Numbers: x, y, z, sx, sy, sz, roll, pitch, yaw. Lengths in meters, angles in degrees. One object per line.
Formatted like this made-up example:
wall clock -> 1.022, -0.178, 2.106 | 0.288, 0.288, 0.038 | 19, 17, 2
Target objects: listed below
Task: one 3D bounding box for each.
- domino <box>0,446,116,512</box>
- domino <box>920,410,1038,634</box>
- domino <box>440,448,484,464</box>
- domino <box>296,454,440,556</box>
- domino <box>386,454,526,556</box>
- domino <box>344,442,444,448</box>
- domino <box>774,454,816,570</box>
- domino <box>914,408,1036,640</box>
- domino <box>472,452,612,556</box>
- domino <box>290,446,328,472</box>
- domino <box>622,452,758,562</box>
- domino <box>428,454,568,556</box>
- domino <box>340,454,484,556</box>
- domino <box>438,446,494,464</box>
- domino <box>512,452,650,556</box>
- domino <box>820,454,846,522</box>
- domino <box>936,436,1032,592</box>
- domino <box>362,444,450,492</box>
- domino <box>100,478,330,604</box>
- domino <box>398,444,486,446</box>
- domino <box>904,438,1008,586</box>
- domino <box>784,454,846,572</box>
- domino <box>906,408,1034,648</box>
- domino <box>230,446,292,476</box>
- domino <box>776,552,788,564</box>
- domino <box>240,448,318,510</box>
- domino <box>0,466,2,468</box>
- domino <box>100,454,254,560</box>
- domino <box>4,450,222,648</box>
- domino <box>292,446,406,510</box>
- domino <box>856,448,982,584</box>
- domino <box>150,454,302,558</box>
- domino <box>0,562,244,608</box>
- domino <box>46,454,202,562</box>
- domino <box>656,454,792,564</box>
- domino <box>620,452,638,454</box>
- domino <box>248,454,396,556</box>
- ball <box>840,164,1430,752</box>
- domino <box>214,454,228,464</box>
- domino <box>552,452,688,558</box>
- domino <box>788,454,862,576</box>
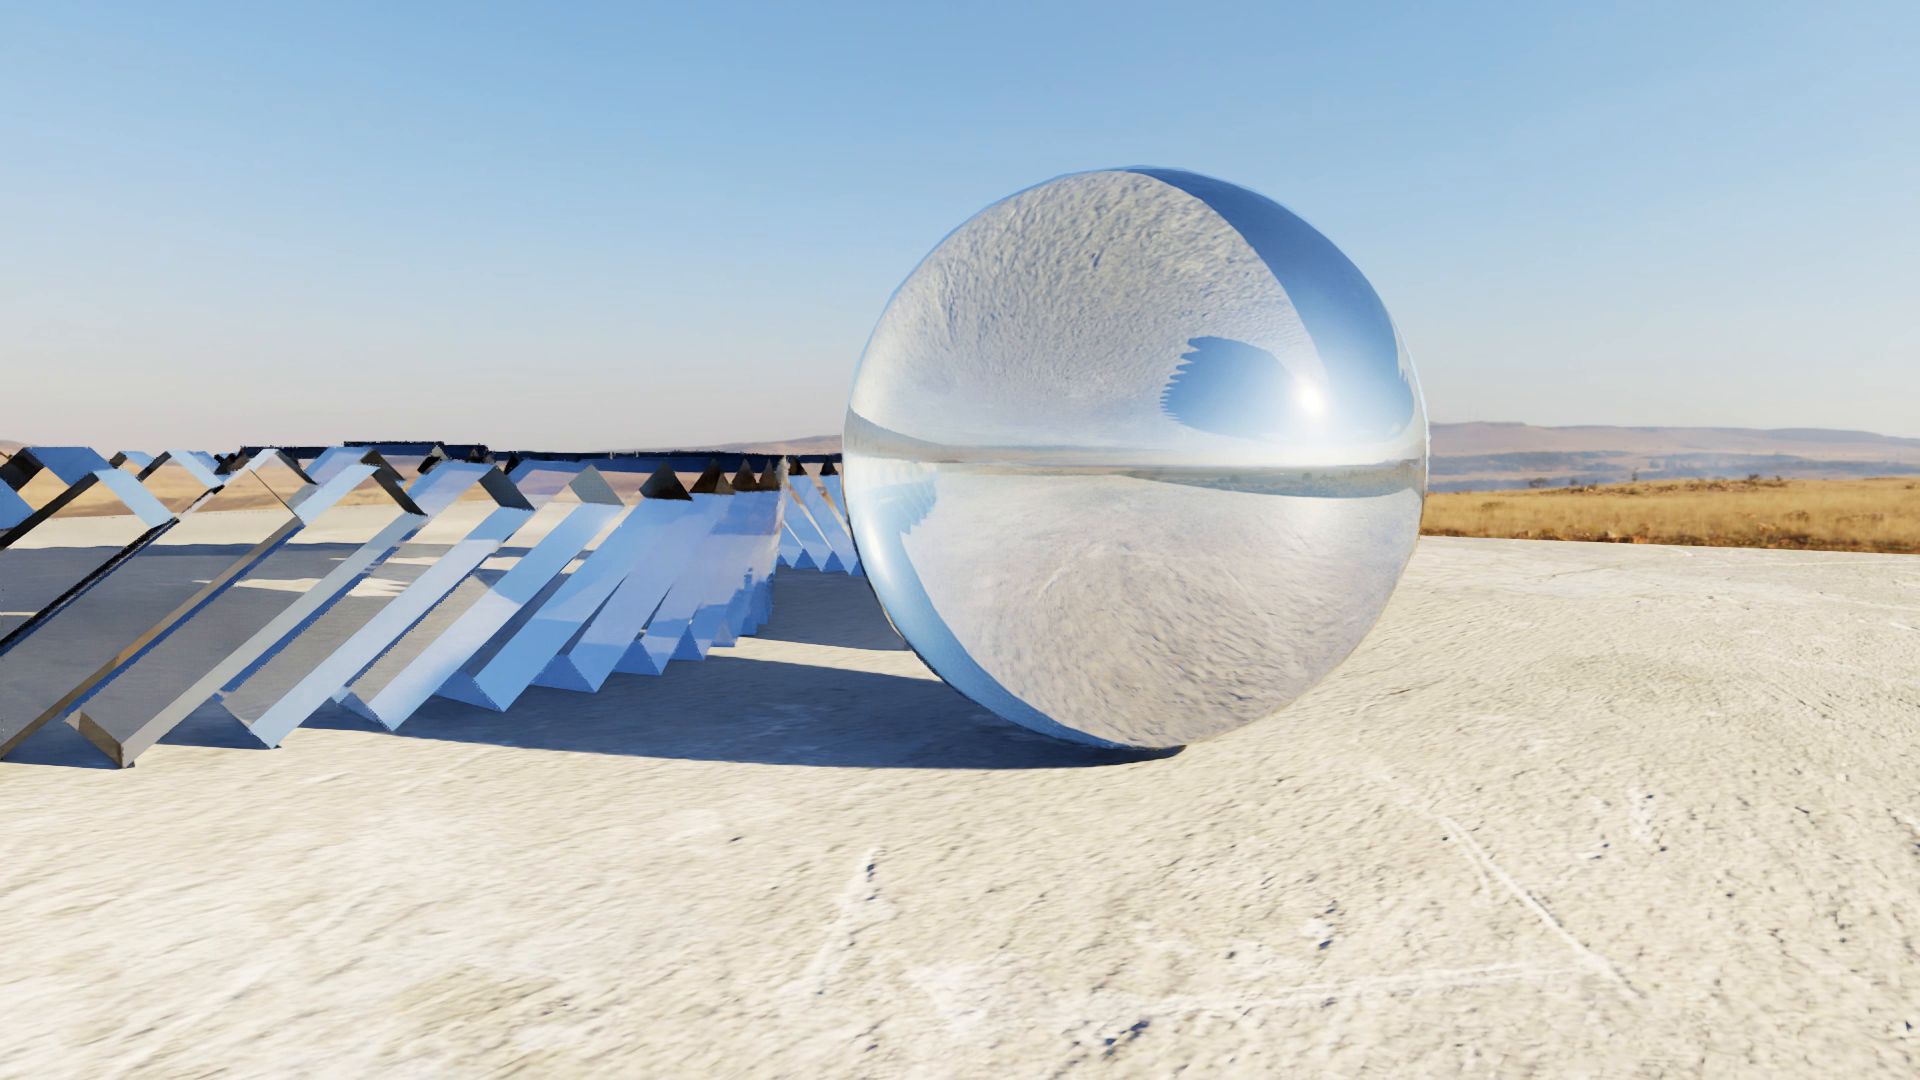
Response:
domino -> -0.174, 0.005, 0.226 | 0.050, 0.010, 0.025 | -46, 12, -6
domino -> 0.005, -0.004, 0.292 | 0.025, 0.050, 0.009 | 0, -16, 4
domino -> -0.130, 0.000, 0.291 | 0.025, 0.009, 0.050 | 1, 49, 16
domino -> -0.227, -0.014, 0.494 | 0.050, 0.010, 0.025 | 39, -1, -8
domino -> -0.195, -0.014, 0.499 | 0.050, 0.009, 0.025 | 39, 3, -3
domino -> -0.147, -0.004, 0.336 | 0.025, 0.050, 0.009 | -2, -38, -27
domino -> -0.061, -0.011, 0.455 | 0.025, 0.009, 0.050 | -5, 45, -47
domino -> 0.004, -0.004, 0.282 | 0.025, 0.050, 0.009 | 0, -16, 4
domino -> -0.162, -0.015, 0.500 | 0.050, 0.009, 0.025 | 41, 11, 7
domino -> -0.162, -0.004, 0.347 | 0.025, 0.009, 0.050 | -4, 50, -45
domino -> -0.101, -0.013, 0.481 | 0.050, 0.009, 0.025 | 45, 25, 21
domino -> -0.179, -0.014, 0.500 | 0.050, 0.009, 0.025 | 39, 7, 1
domino -> -0.211, -0.014, 0.497 | 0.050, 0.009, 0.025 | 39, 1, -6
domino -> -0.131, -0.001, 0.307 | 0.025, 0.009, 0.050 | 0, 49, 3
domino -> -0.146, -0.014, 0.498 | 0.050, 0.009, 0.025 | 42, 14, 11
domino -> -0.025, -0.009, 0.422 | 0.025, 0.009, 0.050 | -3, 45, -33
domino -> 0.008, -0.009, 0.382 | 0.025, 0.050, 0.009 | 4, -37, 3
domino -> -0.132, 0.001, 0.274 | 0.025, 0.050, 0.010 | 2, -40, 30
domino -> -0.202, 0.000, 0.350 | 0.050, 0.009, 0.025 | 29, 5, 2
domino -> -0.135, -0.003, 0.323 | 0.025, 0.050, 0.009 | 0, -40, -8
domino -> -0.002, -0.009, 0.395 | 0.025, 0.050, 0.009 | 0, -36, -11
domino -> -0.048, -0.010, 0.445 | 0.025, 0.010, 0.050 | -4, 44, -43
domino -> 0.003, -0.003, 0.272 | 0.025, 0.050, 0.010 | 0, -16, 4
domino -> -0.177, -0.005, 0.354 | 0.050, 0.009, 0.025 | 50, 26, 19
domino -> -0.074, -0.012, 0.464 | 0.025, 0.009, 0.050 | -5, 46, -51
domino -> -0.148, 0.003, 0.246 | 0.050, 0.009, 0.025 | -50, 28, -20
domino -> -0.190, 0.005, 0.219 | 0.050, 0.009, 0.025 | -43, 1, 6
domino -> -0.287, -0.012, 0.472 | 0.050, 0.009, 0.025 | 40, -11, -20
domino -> -0.160, 0.004, 0.235 | 0.050, 0.010, 0.025 | -47, 20, -14
domino -> -0.137, 0.002, 0.258 | 0.025, 0.010, 0.050 | 6, 51, 46
domino -> -0.014, -0.009, 0.409 | 0.025, 0.009, 0.050 | -2, 48, -26
domino -> -0.273, -0.013, 0.479 | 0.050, 0.010, 0.025 | 40, -9, -17
domino -> -0.225, 0.012, 0.345 | 0.050, 0.010, 0.025 | 0, 4, -1
domino -> -0.301, -0.012, 0.463 | 0.050, 0.009, 0.025 | 41, -15, -23
domino -> -0.087, -0.012, 0.473 | 0.050, 0.009, 0.025 | 46, 28, 24
domino -> -0.116, -0.014, 0.488 | 0.050, 0.009, 0.025 | 44, 22, 19
domino -> -0.242, -0.014, 0.489 | 0.050, 0.010, 0.025 | 39, -4, -11
ball -> 0.023, -0.011, 0.180 | 0.080, 0.080, 0.080 | 0, 4, 0
domino -> -0.258, -0.013, 0.484 | 0.050, 0.010, 0.025 | 39, -6, -14
domino -> -0.131, -0.014, 0.494 | 0.050, 0.009, 0.025 | 43, 19, 16
domino -> -0.036, -0.009, 0.434 | 0.025, 0.010, 0.050 | -3, 44, -39
